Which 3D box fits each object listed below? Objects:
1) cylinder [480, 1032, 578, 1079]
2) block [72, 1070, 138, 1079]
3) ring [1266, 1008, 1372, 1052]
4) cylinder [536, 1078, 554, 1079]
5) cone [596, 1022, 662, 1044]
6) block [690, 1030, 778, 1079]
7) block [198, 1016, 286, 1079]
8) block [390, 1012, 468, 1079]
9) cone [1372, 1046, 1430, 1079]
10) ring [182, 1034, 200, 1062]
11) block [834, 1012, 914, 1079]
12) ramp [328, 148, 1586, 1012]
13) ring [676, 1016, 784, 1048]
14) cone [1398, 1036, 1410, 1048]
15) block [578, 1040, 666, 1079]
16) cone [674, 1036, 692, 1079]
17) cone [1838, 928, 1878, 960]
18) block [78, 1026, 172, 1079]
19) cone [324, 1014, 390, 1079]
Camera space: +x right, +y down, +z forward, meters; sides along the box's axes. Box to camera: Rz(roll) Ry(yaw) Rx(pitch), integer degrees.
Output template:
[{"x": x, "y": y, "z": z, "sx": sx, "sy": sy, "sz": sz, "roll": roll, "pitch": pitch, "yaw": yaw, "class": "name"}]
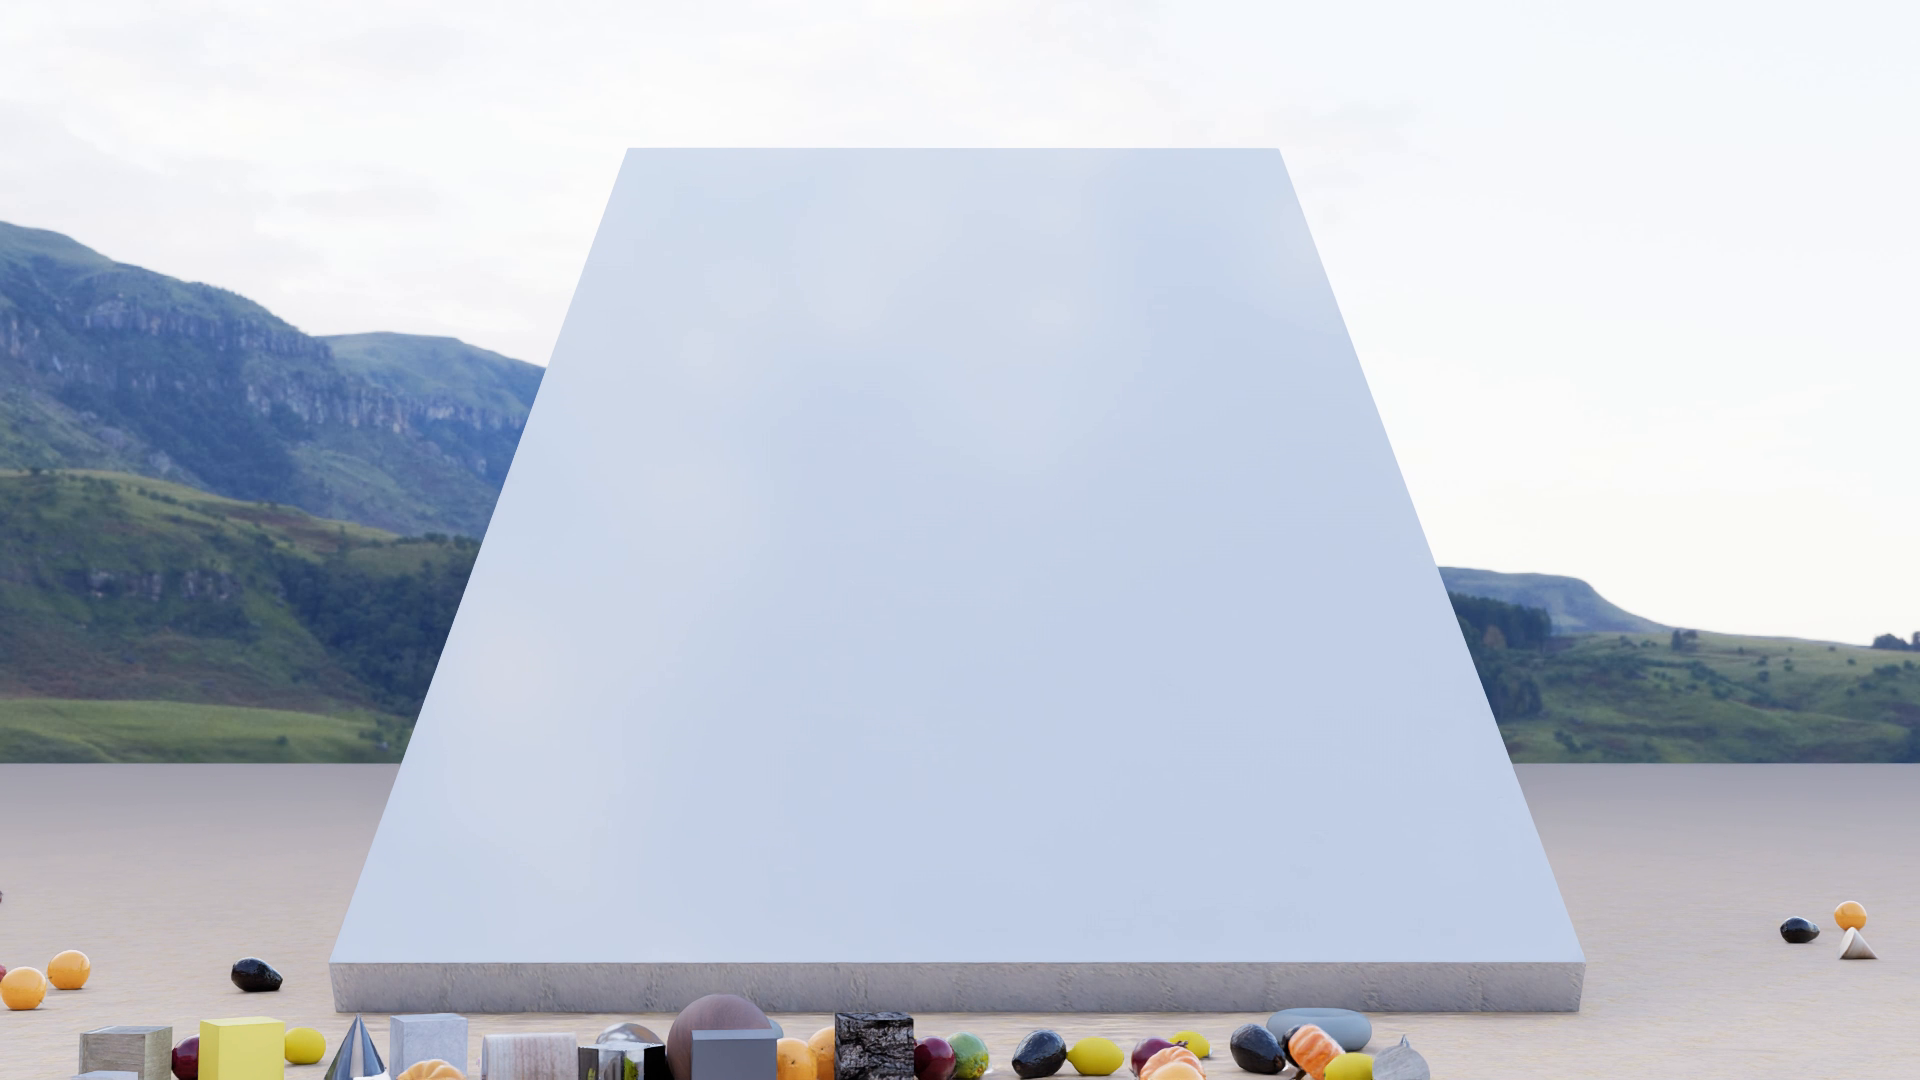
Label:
[{"x": -0.483, "y": 0.604, "z": 2.673, "sx": 0.099, "sy": 0.099, "sz": 0.099, "roll": 1, "pitch": -5, "yaw": -15, "class": "cylinder"}, {"x": -0.966, "y": 0.629, "z": 2.693, "sx": 0.052, "sy": 0.052, "sz": 0.052, "roll": -1, "pitch": -5, "yaw": 12, "class": "block"}, {"x": 0.507, "y": 0.692, "z": 3.371, "sx": 0.149, "sy": 0.050, "sz": 0.149, "roll": 0, "pitch": -4, "yaw": 0, "class": "ring"}, {"x": -0.448, "y": 0.616, "z": 2.583, "sx": 0.057, "sy": 0.057, "sz": 0.057, "roll": 2, "pitch": -1, "yaw": -16, "class": "cylinder"}, {"x": -0.414, "y": 0.655, "z": 2.920, "sx": 0.091, "sy": 0.091, "sz": 0.091, "roll": -1, "pitch": 21, "yaw": 6, "class": "cone"}, {"x": -0.258, "y": 0.610, "z": 2.715, "sx": 0.094, "sy": 0.094, "sz": 0.094, "roll": 1, "pitch": -5, "yaw": -8, "class": "block"}, {"x": -0.893, "y": 0.639, "z": 2.966, "sx": 0.081, "sy": 0.081, "sz": 0.081, "roll": 4, "pitch": -6, "yaw": -34, "class": "block"}, {"x": -0.672, "y": 0.644, "z": 3.017, "sx": 0.080, "sy": 0.080, "sz": 0.080, "roll": 2, "pitch": -6, "yaw": -25, "class": "block"}, {"x": 0.529, "y": 0.658, "z": 2.890, "sx": 0.069, "sy": 0.069, "sz": 0.069, "roll": 0, "pitch": -32, "yaw": -1, "class": "cone"}, {"x": -1.002, "y": 0.687, "z": 3.230, "sx": 0.101, "sy": 0.034, "sz": 0.101, "roll": 1, "pitch": -5, "yaw": 0, "class": "ring"}, {"x": -0.107, "y": 0.634, "z": 2.952, "sx": 0.089, "sy": 0.089, "sz": 0.089, "roll": 1, "pitch": -5, "yaw": -8, "class": "block"}, {"x": -0.011, "y": -0.223, "z": 5.583, "sx": 2.000, "sy": 0.100, "sz": 4.000, "roll": 0, "pitch": 28, "yaw": 0, "class": "ramp"}, {"x": -0.317, "y": 0.686, "z": 3.291, "sx": 0.147, "sy": 0.049, "sz": 0.147, "roll": 1, "pitch": -6, "yaw": 0, "class": "ring"}, {"x": 0.551, "y": 0.646, "z": 2.955, "sx": 0.066, "sy": 0.066, "sz": 0.066, "roll": 0, "pitch": -5, "yaw": 0, "class": "cone"}, {"x": -0.396, "y": 0.628, "z": 2.787, "sx": 0.072, "sy": 0.072, "sz": 0.072, "roll": -3, "pitch": -6, "yaw": 33, "class": "block"}, {"x": -0.312, "y": 0.666, "z": 2.993, "sx": 0.074, "sy": 0.074, "sz": 0.074, "roll": -2, "pitch": -32, "yaw": 17, "class": "cone"}, {"x": 1.835, "y": 0.836, "z": 4.851, "sx": 0.072, "sy": 0.072, "sz": 0.072, "roll": 26, "pitch": -1, "yaw": 9, "class": "cone"}, {"x": -1.006, "y": 0.631, "z": 2.877, "sx": 0.081, "sy": 0.081, "sz": 0.081, "roll": 0, "pitch": -5, "yaw": 4, "class": "block"}, {"x": -0.741, "y": 0.629, "z": 2.934, "sx": 0.095, "sy": 0.095, "sz": 0.095, "roll": 0, "pitch": -5, "yaw": 0, "class": "cone"}]
